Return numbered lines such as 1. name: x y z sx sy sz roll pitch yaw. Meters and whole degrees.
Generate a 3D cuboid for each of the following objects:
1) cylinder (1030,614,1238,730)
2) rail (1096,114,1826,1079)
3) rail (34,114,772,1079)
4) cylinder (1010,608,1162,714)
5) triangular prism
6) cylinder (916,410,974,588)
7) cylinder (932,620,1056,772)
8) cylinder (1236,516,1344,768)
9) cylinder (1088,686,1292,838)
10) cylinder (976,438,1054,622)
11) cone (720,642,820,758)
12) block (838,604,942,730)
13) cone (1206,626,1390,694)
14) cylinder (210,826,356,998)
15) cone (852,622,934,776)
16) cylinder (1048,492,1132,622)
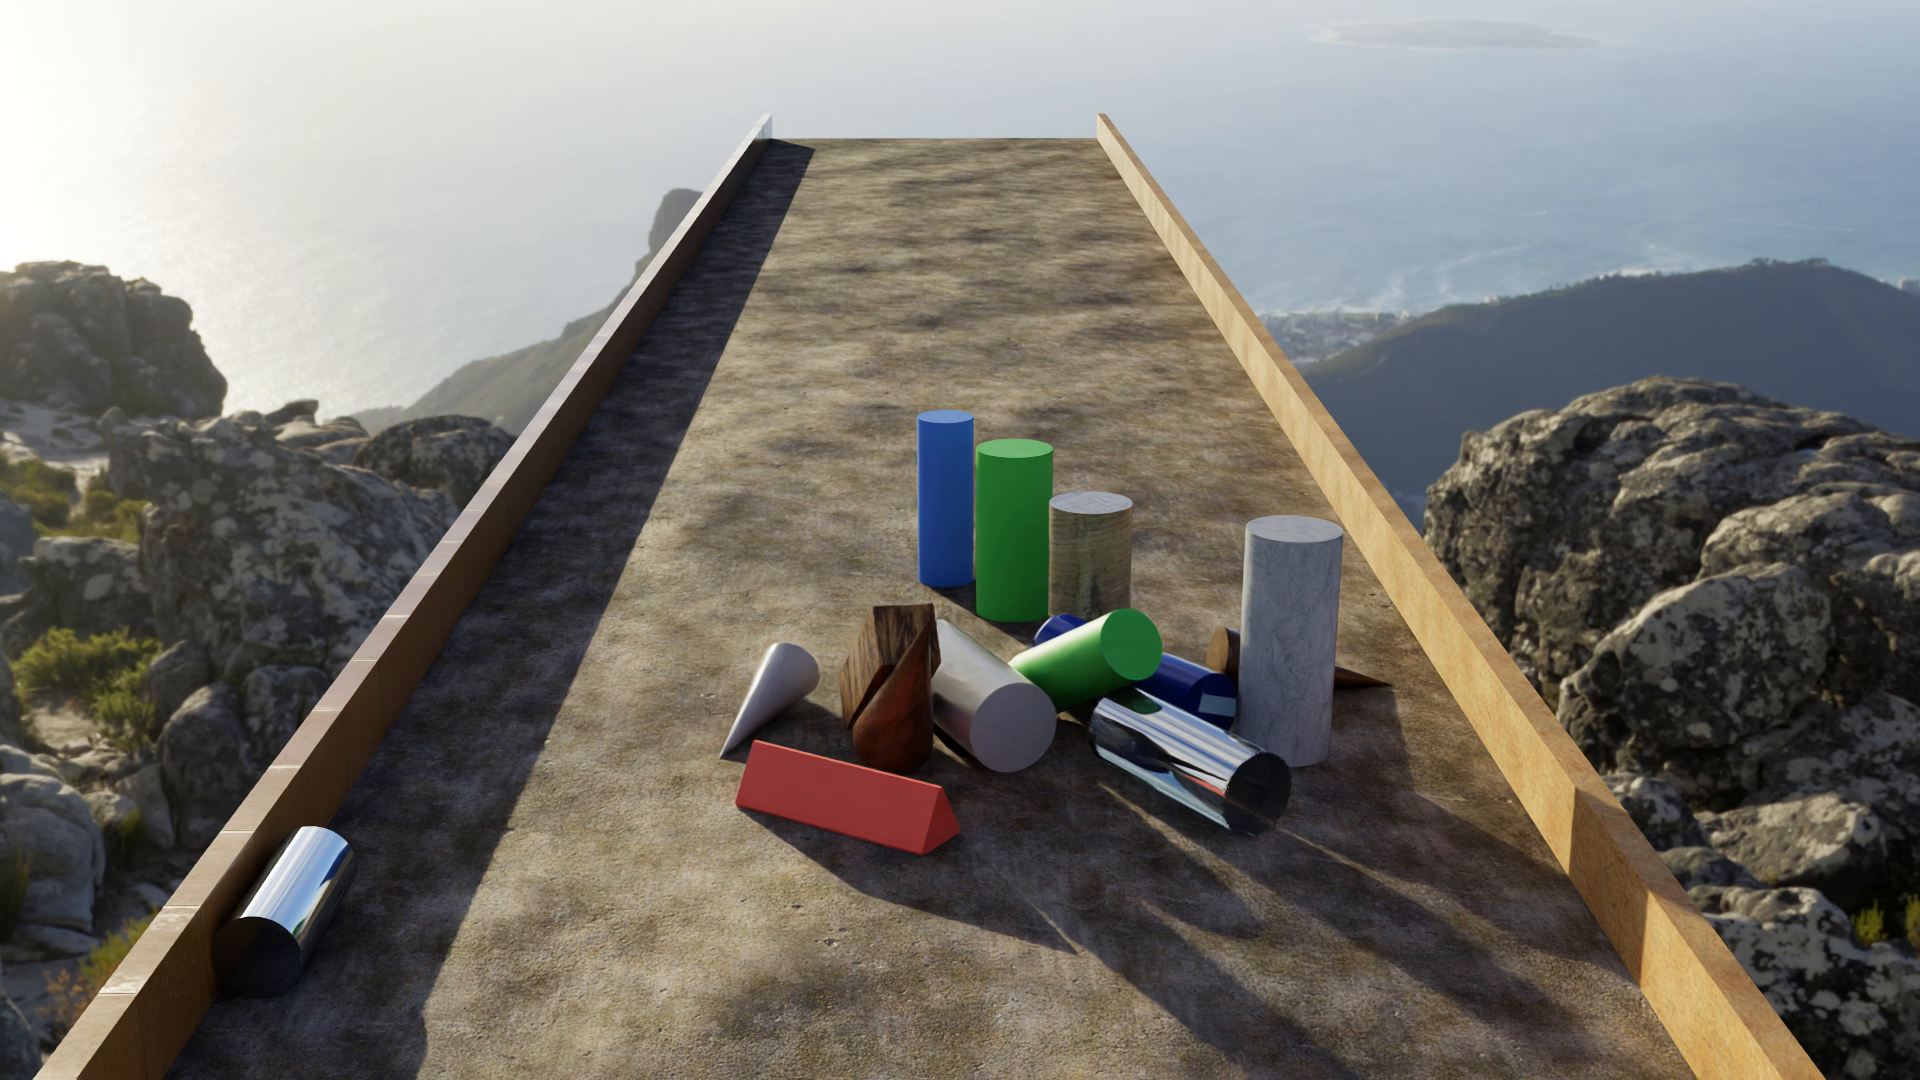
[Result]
1. cylinder: 0.318 0.260 4.101 0.144 0.144 0.421 -12 21 -36
2. rail: 0.932 -0.844 7.801 0.050 0.150 12.000 0 17 -1
3. rail: -1.118 -0.838 7.780 0.050 0.150 12.000 0 17 -1
4. cylinder: 0.220 0.227 3.978 0.130 0.130 0.328 -11 -10 -33
5. triangular prism: -0.190 0.415 3.649 0.377 0.098 0.113 10 19 31
6. cylinder: -0.032 -0.092 4.879 0.124 0.374 0.124 0 17 0
7. cylinder: 0.019 0.279 3.997 0.167 0.167 0.373 -7 18 -23
8. cylinder: 0.582 0.178 3.899 0.169 0.413 0.169 1 17 0
9. cylinder: 0.385 0.371 3.727 0.145 0.145 0.370 -10 20 -31
10. cylinder: 0.115 -0.021 4.666 0.162 0.359 0.162 0 17 0
11. cone: -0.376 0.319 4.052 0.118 0.118 0.330 6 28 19
12. block: -0.128 0.230 3.919 0.108 0.108 0.338 -2 -23 -15
13. cone: 0.668 0.256 4.248 0.360 0.135 0.135 8 15 -10
14. cylinder: -0.979 0.537 3.200 0.127 0.127 0.302 0 17 -1
15. cone: -0.084 0.240 3.724 0.146 0.394 0.146 6 55 -8
16. cylinder: 0.259 0.079 4.397 0.166 0.321 0.166 0 17 0
